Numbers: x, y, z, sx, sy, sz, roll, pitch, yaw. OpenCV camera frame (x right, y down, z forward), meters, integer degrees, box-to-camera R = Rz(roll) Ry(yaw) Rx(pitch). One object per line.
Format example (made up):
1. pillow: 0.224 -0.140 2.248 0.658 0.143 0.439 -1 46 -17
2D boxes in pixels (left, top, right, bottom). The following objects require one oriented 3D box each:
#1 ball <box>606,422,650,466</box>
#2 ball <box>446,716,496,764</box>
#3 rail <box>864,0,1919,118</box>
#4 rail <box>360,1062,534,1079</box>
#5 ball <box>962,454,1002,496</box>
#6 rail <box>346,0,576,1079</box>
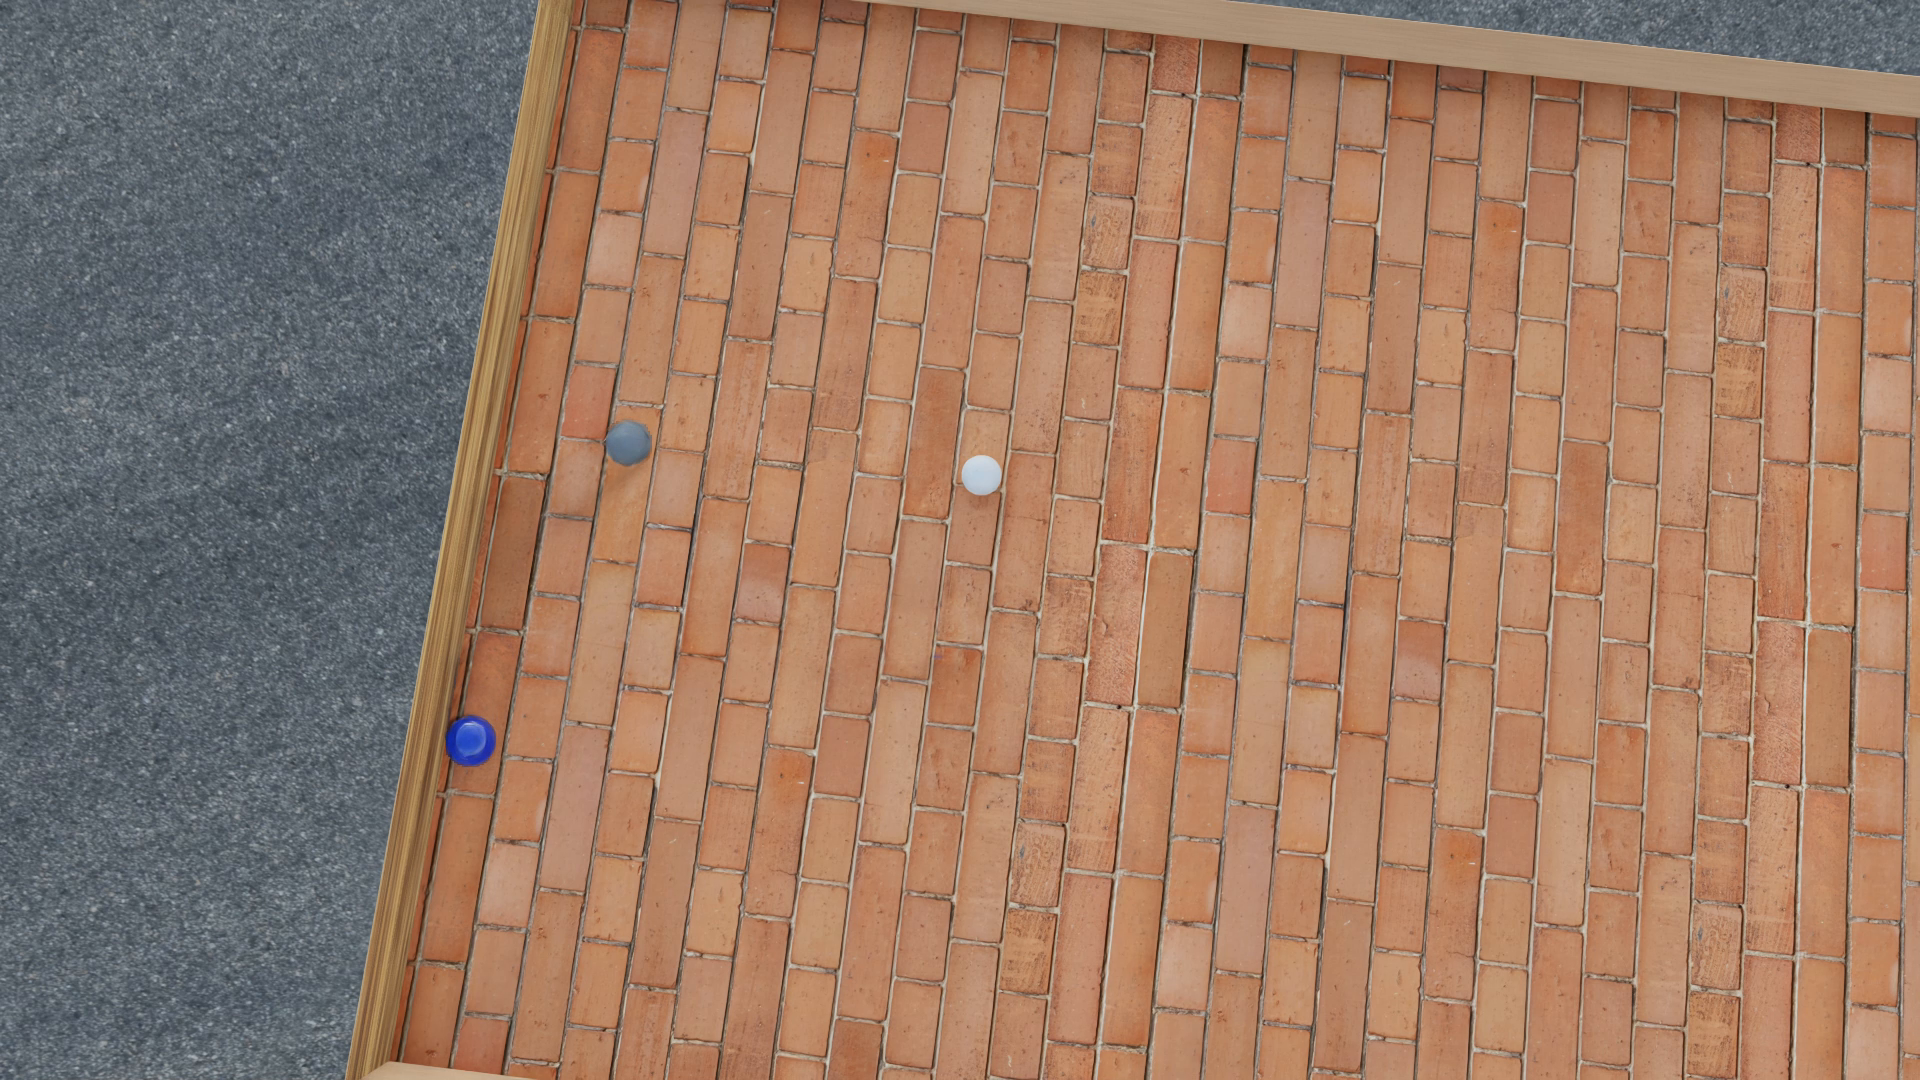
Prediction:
1. ball: -0.507 -0.147 3.361 0.068 0.068 0.068 0 77 0
2. ball: -0.723 0.296 3.253 0.073 0.073 0.073 0 77 0
3. rail: 0.862 -0.766 3.494 3.050 0.095 0.045 7 77 2
4. rail: 0.652 0.936 3.088 3.050 0.095 0.045 7 77 2
5. ball: 0.033 -0.099 3.353 0.062 0.062 0.062 0 77 0
6. rail: -0.733 -0.089 3.333 0.045 0.095 1.809 7 77 2
